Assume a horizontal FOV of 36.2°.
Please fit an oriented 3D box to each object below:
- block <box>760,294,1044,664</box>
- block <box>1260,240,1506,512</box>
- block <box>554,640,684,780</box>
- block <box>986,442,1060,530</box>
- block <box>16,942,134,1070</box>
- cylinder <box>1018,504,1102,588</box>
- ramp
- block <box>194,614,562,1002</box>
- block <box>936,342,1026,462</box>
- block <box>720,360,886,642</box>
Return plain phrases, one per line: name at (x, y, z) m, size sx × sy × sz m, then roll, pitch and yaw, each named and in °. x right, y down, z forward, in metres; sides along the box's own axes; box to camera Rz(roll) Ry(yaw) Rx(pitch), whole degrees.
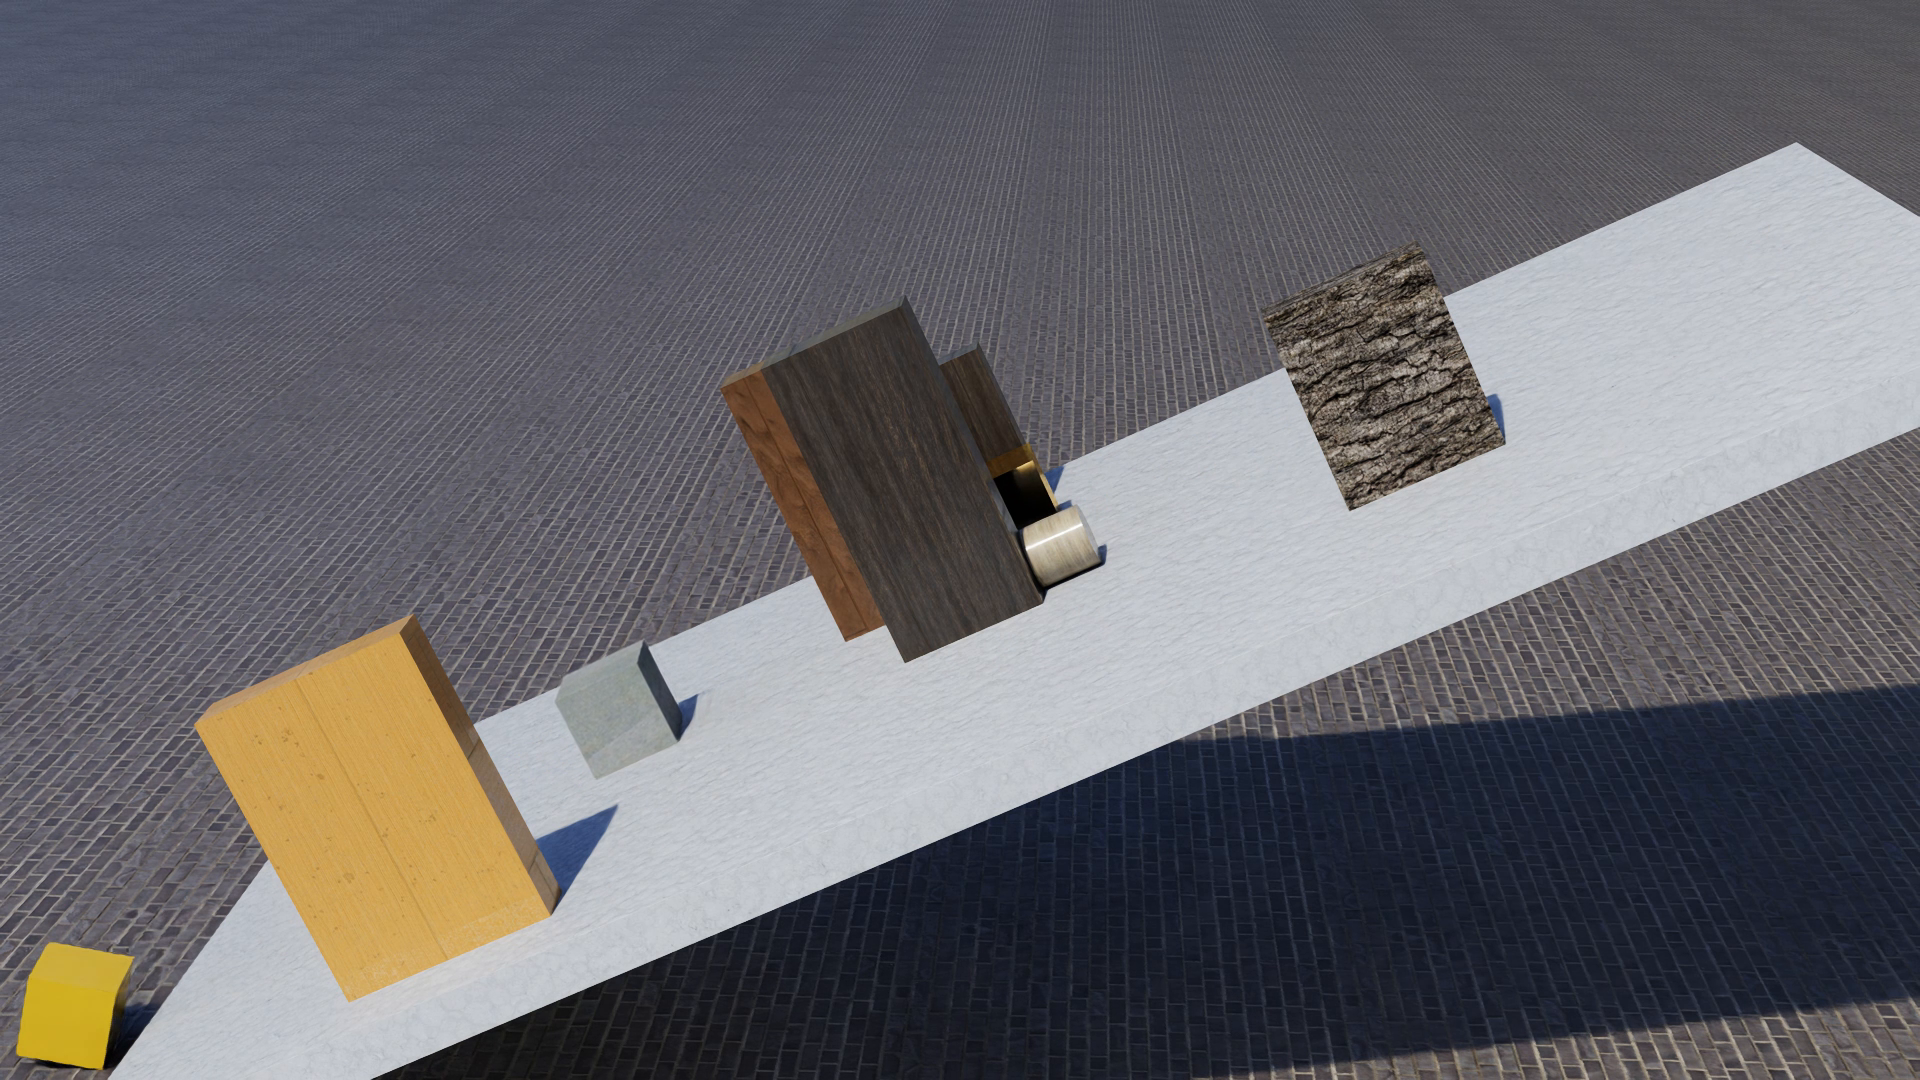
block at (-0.115, -0.125, 6.136) m, size 0.320 × 0.693 × 0.124 m, roll -24°, pitch 13°, yaw 9°
block at (0.824, -0.319, 5.731) m, size 0.329 × 0.423 × 0.099 m, roll -24°, pitch 13°, yaw 9°
block at (-0.749, 0.373, 6.485) m, size 0.199 × 0.199 × 0.199 m, roll -25°, pitch 13°, yaw 4°
block at (0.113, -0.075, 6.628) m, size 0.192 × 0.192 × 0.192 m, roll -25°, pitch 13°, yaw 5°
block at (-1.880, 0.989, 6.251) m, size 0.181 × 0.181 × 0.181 m, roll 12°, pitch 15°, yaw -7°
cylinder at (0.212, 0.013, 6.224) m, size 0.135 × 0.135 × 0.135 m, roll -24°, pitch 14°, yaw 8°
ramp at (0.135, 0.169, 6.283) m, size 4.000 × 0.100 × 2.000 m, roll -24°, pitch 13°, yaw 9°
block at (-1.113, 0.518, 5.656) m, size 0.443 × 0.624 × 0.124 m, roll -24°, pitch 13°, yaw 9°
block at (-0.075, -0.187, 6.933) m, size 0.445 × 0.410 × 0.091 m, roll -24°, pitch 13°, yaw 9°
block at (-0.229, -0.136, 6.519) m, size 0.350 × 0.636 × 0.116 m, roll -24°, pitch 13°, yaw 9°
